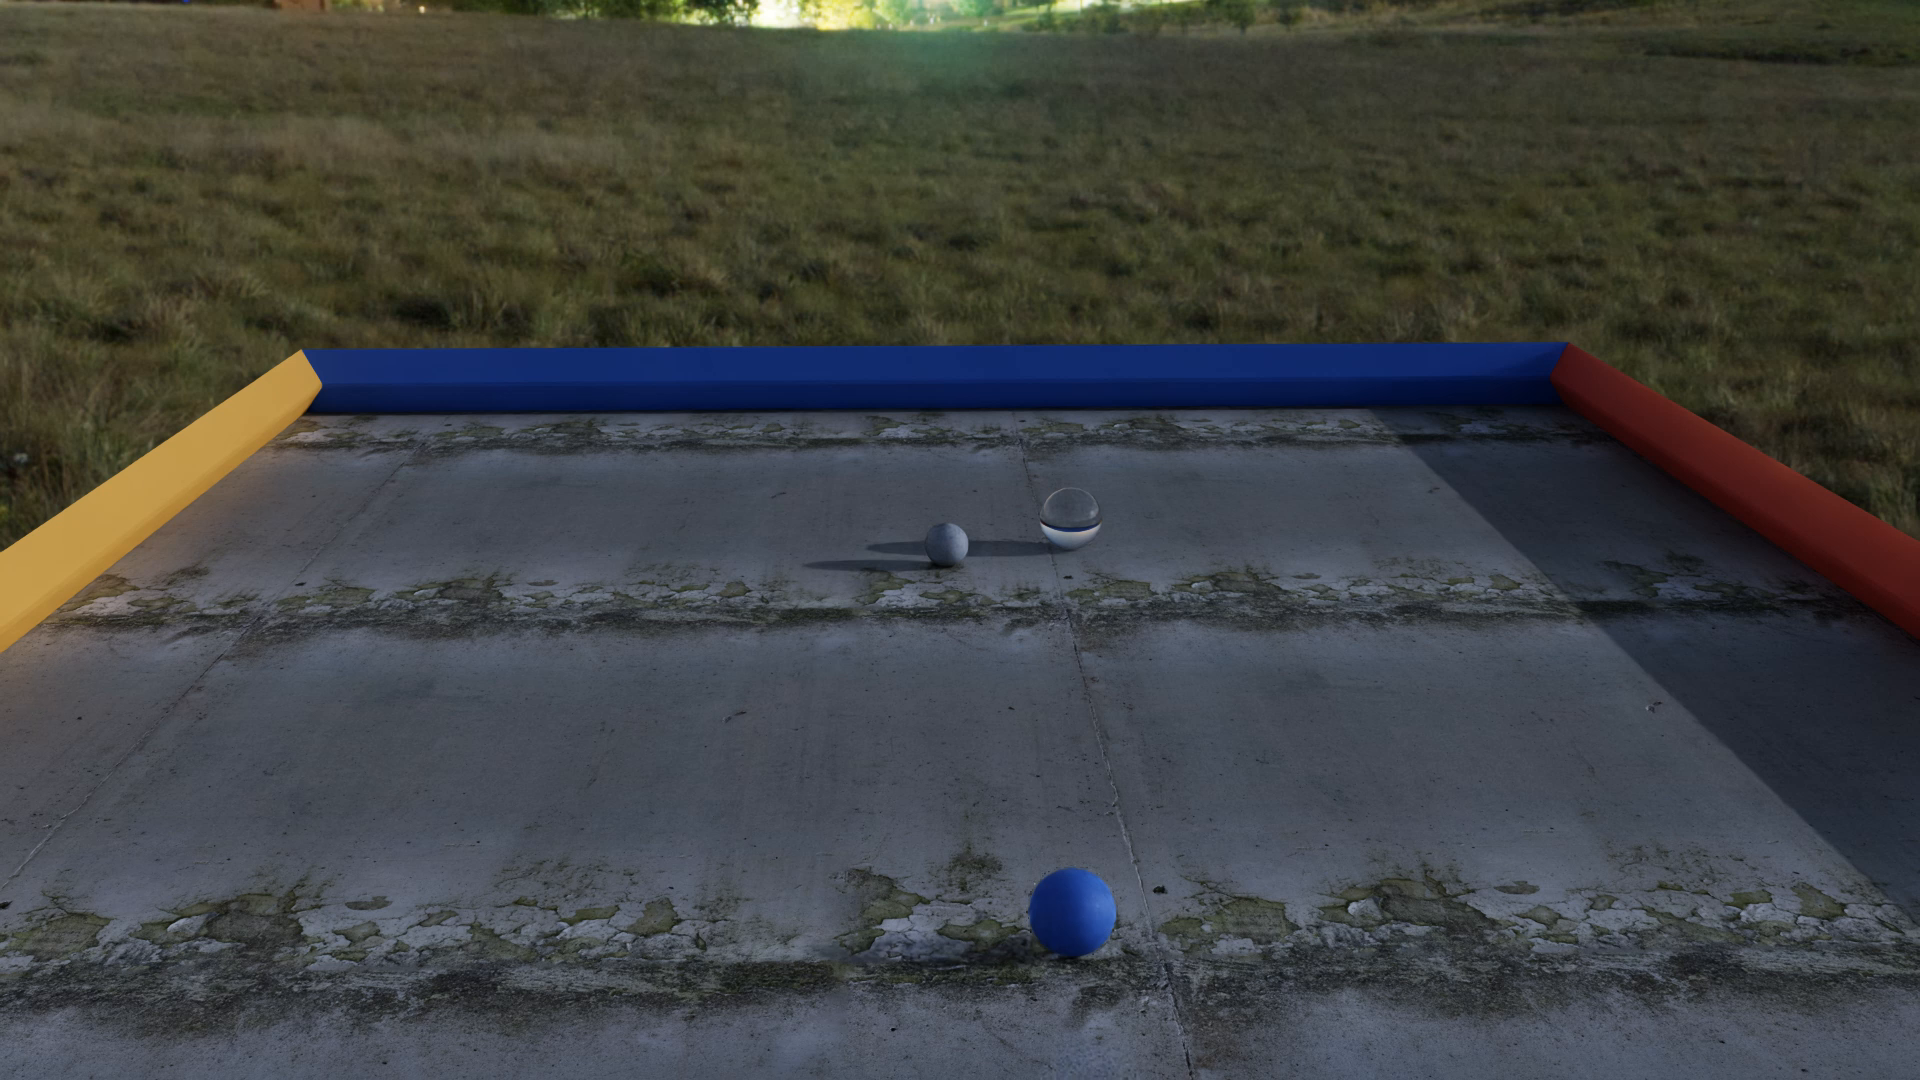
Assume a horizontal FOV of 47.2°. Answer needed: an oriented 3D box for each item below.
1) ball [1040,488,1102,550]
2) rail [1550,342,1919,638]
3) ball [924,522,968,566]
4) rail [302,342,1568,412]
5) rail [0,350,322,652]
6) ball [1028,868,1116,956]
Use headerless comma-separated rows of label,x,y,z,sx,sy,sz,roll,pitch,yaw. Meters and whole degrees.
ball,0.152,-0.030,3.019,0.086,0.086,0.086,0,15,0
rail,1.149,0.245,1.937,0.045,0.112,4.256,0,15,-2
ball,-0.018,0.006,2.938,0.059,0.059,0.059,0,15,0
rail,-0.034,-0.288,3.934,2.277,0.112,0.045,0,15,-2
rail,-1.079,0.264,1.867,0.045,0.112,4.256,0,15,-2
ball,0.092,0.304,1.797,0.071,0.071,0.071,0,15,0
